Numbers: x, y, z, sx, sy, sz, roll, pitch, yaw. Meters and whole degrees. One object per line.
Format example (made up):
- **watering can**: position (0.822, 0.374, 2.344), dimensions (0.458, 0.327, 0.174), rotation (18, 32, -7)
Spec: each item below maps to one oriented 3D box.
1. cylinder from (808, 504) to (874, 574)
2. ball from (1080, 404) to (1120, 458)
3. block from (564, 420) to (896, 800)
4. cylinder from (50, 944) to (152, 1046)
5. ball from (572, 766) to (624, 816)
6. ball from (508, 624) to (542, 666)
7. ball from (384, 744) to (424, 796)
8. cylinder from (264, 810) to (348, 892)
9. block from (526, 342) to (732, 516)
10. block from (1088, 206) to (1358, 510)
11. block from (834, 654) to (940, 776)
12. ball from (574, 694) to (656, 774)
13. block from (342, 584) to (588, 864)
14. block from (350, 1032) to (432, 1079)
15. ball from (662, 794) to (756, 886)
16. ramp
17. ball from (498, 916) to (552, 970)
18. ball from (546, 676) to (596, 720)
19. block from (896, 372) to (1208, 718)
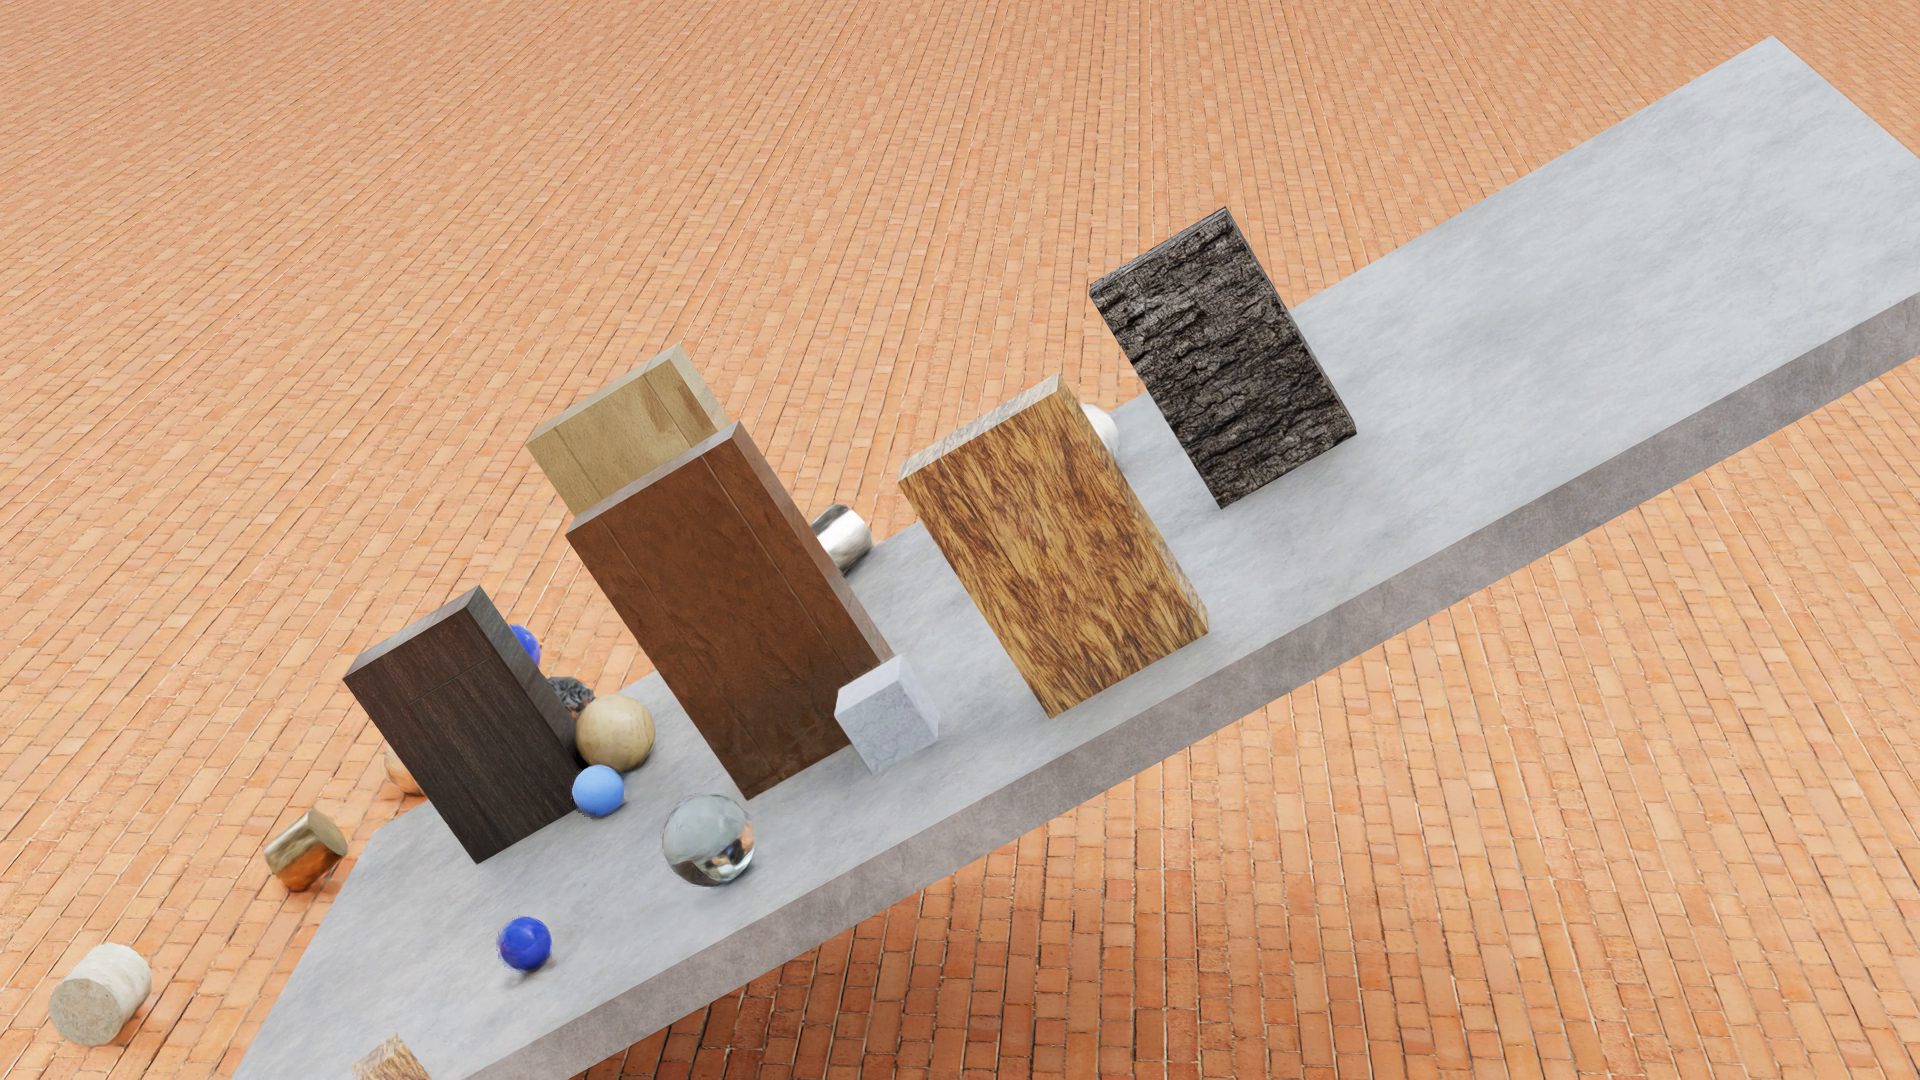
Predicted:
- **cylinder**: position (-0.319, 0.013, 7.249), dimensions (0.149, 0.149, 0.149), rotation (18, 49, 42)
- **ball**: position (0.278, -0.227, 6.735), dimensions (0.173, 0.173, 0.173), rotation (0, 19, 0)
- **block**: position (-0.445, 0.149, 6.030), dimensions (0.406, 0.679, 0.119), rotation (-29, 15, 13)
- **cylinder**: position (-1.987, 1.052, 6.810), dimensions (0.175, 0.175, 0.175), rotation (3, 19, 8)
- **ball**: position (-0.809, 0.561, 6.579), dimensions (0.115, 0.115, 0.115), rotation (0, 19, 0)
- **ball**: position (-1.347, 0.343, 8.810), dimensions (0.184, 0.184, 0.184), rotation (0, 19, 0)
- **ball**: position (-1.479, 0.602, 8.061), dimensions (0.195, 0.195, 0.195), rotation (0, 19, 0)
- **cylinder**: position (-1.666, 0.792, 7.496), dimensions (0.150, 0.150, 0.150), rotation (-40, 19, 8)
- **block**: position (-0.648, -0.048, 6.986), dimensions (0.409, 0.728, 0.141), rotation (-29, 15, 13)
- **block**: position (0.533, -0.366, 5.956), dimensions (0.317, 0.526, 0.086), rotation (-29, 15, 13)
- **block**: position (-0.143, 0.345, 5.827), dimensions (0.147, 0.147, 0.147), rotation (-30, 15, 11)
- **ball**: position (-0.795, 0.447, 6.773), dimensions (0.185, 0.185, 0.185), rotation (0, 19, 0)
- **block**: position (-1.114, 0.428, 6.794), dimensions (0.347, 0.540, 0.145), rotation (-29, 15, 13)
- **block**: position (-1.090, 1.033, 5.661), dimensions (0.107, 0.107, 0.107), rotation (-37, 15, -15)
- **ball**: position (-0.488, 0.583, 5.713), dimensions (0.181, 0.181, 0.181), rotation (0, 19, 0)
- **ramp**: position (0.141, 0.169, 6.289), dimensions (4.000, 0.100, 2.000), rotation (-29, 15, 13)
- **ball**: position (-0.875, 0.813, 5.921), dimensions (0.108, 0.108, 0.108), rotation (0, 19, 0)
- **ball**: position (-0.975, 0.431, 7.174), dimensions (0.198, 0.198, 0.198), rotation (0, 19, 0)
- **block**: position (0.175, 0.013, 5.453), dimensions (0.342, 0.542, 0.122), rotation (-29, 15, 13)
